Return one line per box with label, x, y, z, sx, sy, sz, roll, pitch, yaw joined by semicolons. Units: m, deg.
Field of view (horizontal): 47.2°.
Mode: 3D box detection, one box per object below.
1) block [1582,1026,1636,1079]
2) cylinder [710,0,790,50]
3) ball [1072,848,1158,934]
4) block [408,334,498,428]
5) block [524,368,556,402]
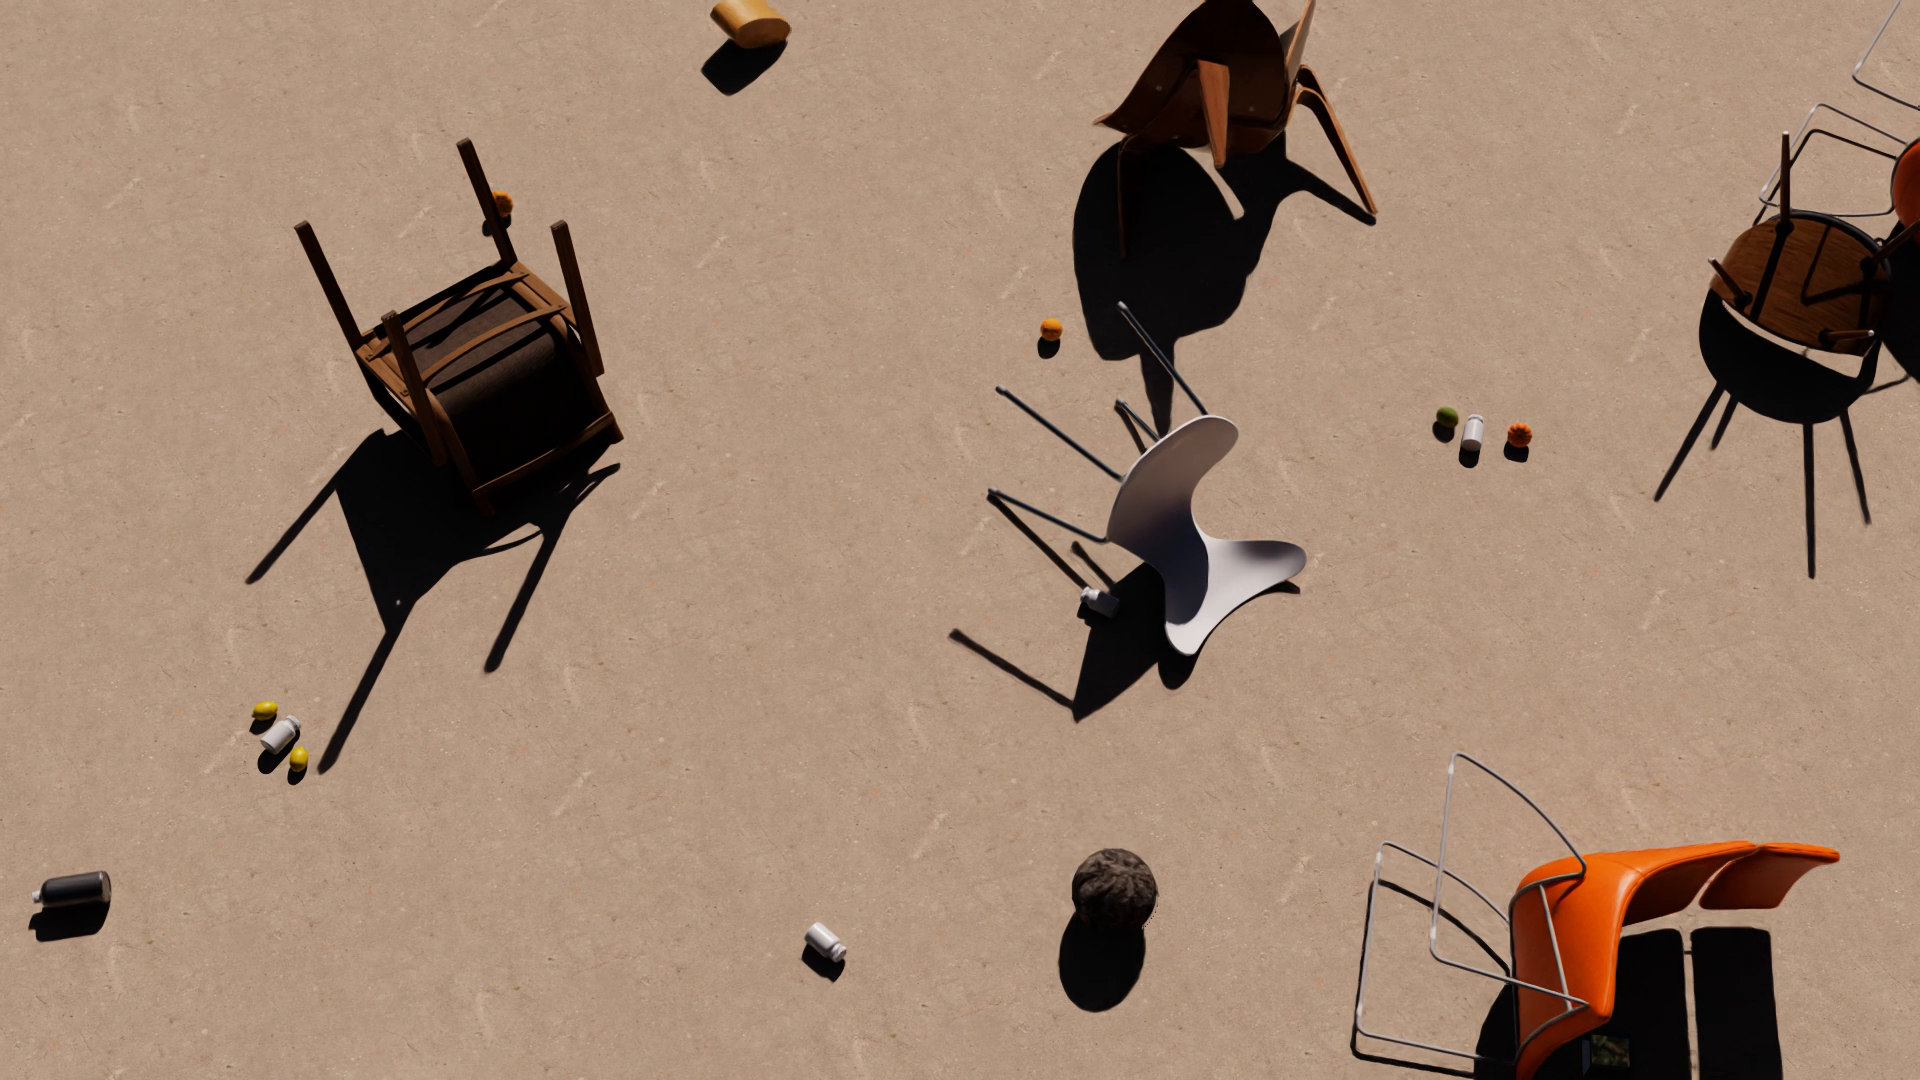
block;1.661;1.316;5.632;0.110;0.097;0.101;6;56;4
cylinder;-0.733;-1.811;7.692;0.252;0.128;0.144;-16;53;-42
ball;0.408;0.930;5.814;0.226;0.226;0.226;0;56;0
block;-1.570;-0.494;6.815;0.176;0.149;0.177;-37;64;-22
block;-1.312;-0.484;6.870;0.054;0.048;0.080;37;63;22
